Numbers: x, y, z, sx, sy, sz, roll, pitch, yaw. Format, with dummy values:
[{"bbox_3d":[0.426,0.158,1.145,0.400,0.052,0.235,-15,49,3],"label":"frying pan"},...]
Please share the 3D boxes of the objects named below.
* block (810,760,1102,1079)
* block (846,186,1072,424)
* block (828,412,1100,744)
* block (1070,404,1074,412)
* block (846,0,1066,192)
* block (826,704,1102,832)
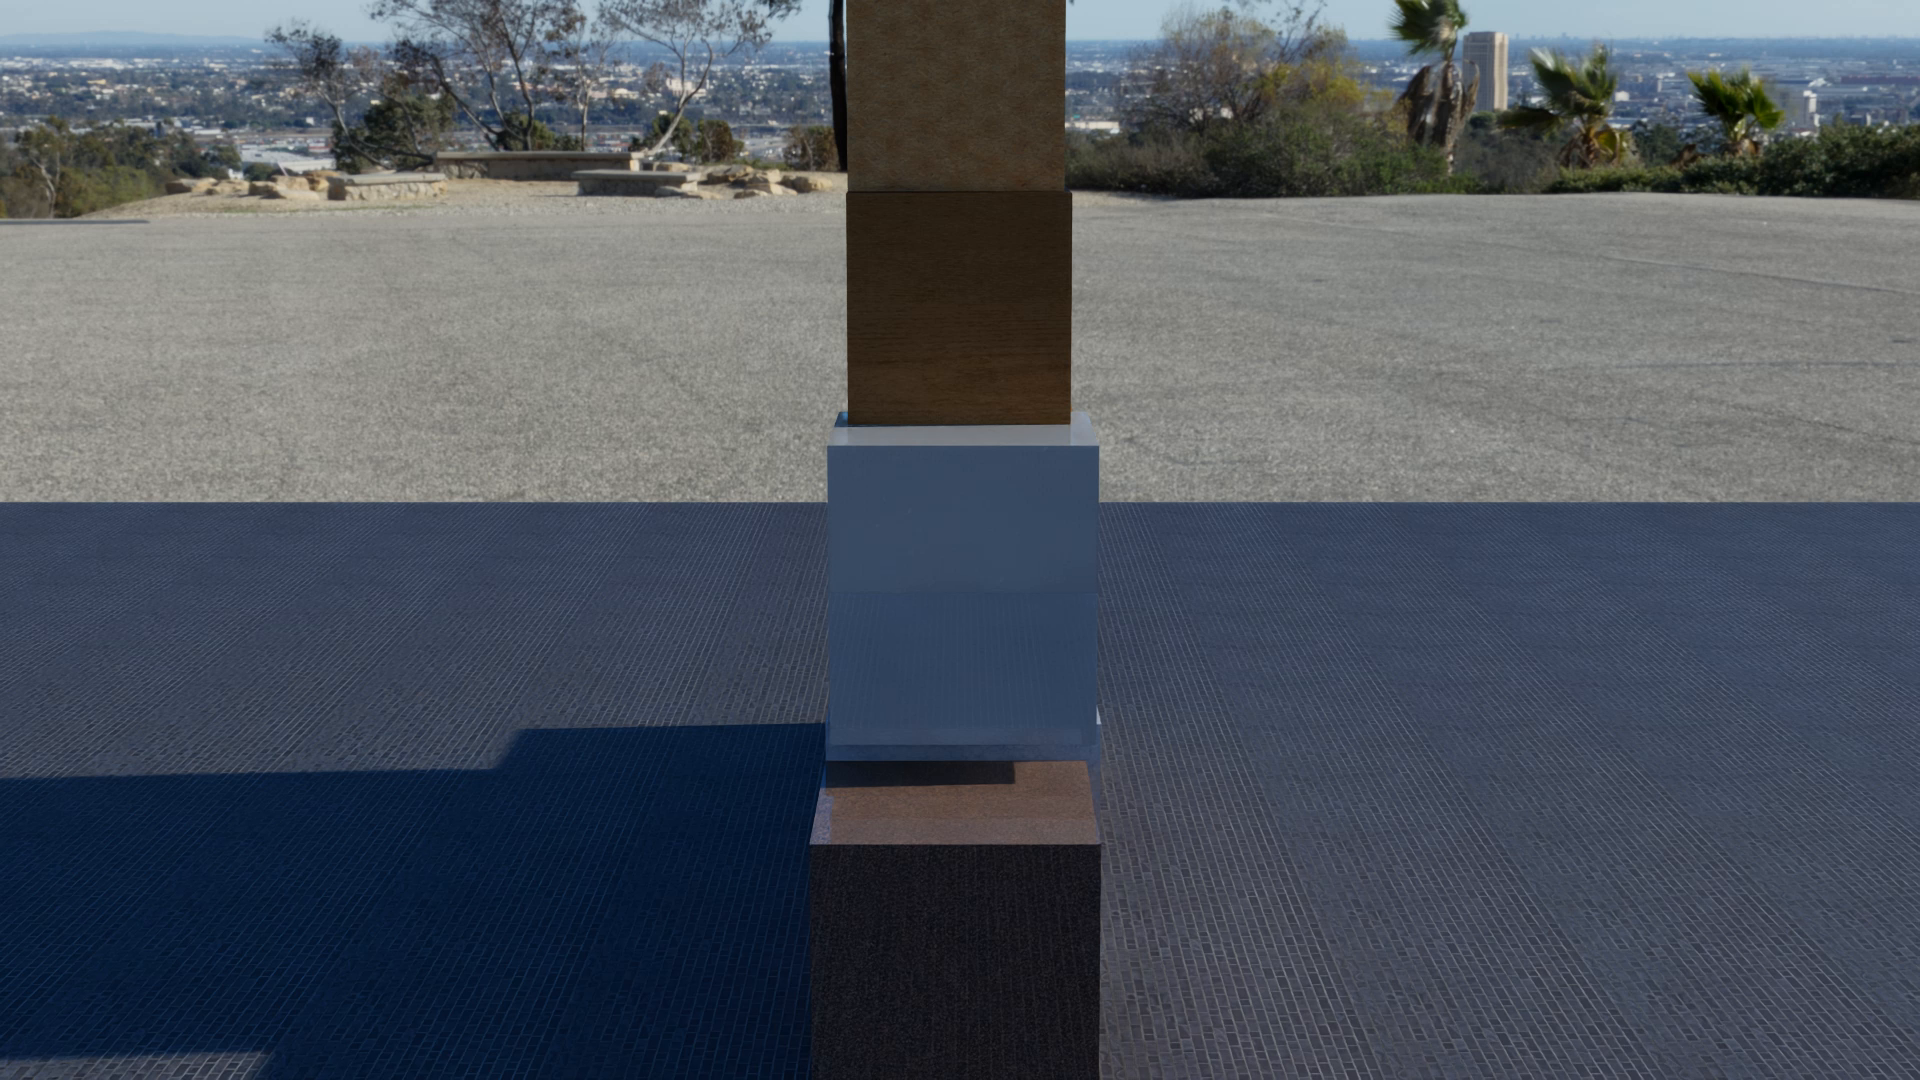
[{"bbox_3d":[-0.016,1.394,9.263,0.985,0.942,1.070,0,10,0],"label":"block"},{"bbox_3d":[-0.003,-0.945,10.096,0.847,0.871,0.873,0,10,0],"label":"block"},{"bbox_3d":[0.012,0.122,9.756,0.976,1.106,0.940,0,10,0],"label":"block"},{"bbox_3d":[0.008,-0.180,11.596,0.964,0.915,1.045,0,10,0],"label":"block"},{"bbox_3d":[-0.015,-1.836,10.069,0.827,0.892,0.758,0,10,0],"label":"block"},{"bbox_3d":[0.012,1.128,10.339,1.042,1.082,1.122,0,10,0],"label":"block"}]
